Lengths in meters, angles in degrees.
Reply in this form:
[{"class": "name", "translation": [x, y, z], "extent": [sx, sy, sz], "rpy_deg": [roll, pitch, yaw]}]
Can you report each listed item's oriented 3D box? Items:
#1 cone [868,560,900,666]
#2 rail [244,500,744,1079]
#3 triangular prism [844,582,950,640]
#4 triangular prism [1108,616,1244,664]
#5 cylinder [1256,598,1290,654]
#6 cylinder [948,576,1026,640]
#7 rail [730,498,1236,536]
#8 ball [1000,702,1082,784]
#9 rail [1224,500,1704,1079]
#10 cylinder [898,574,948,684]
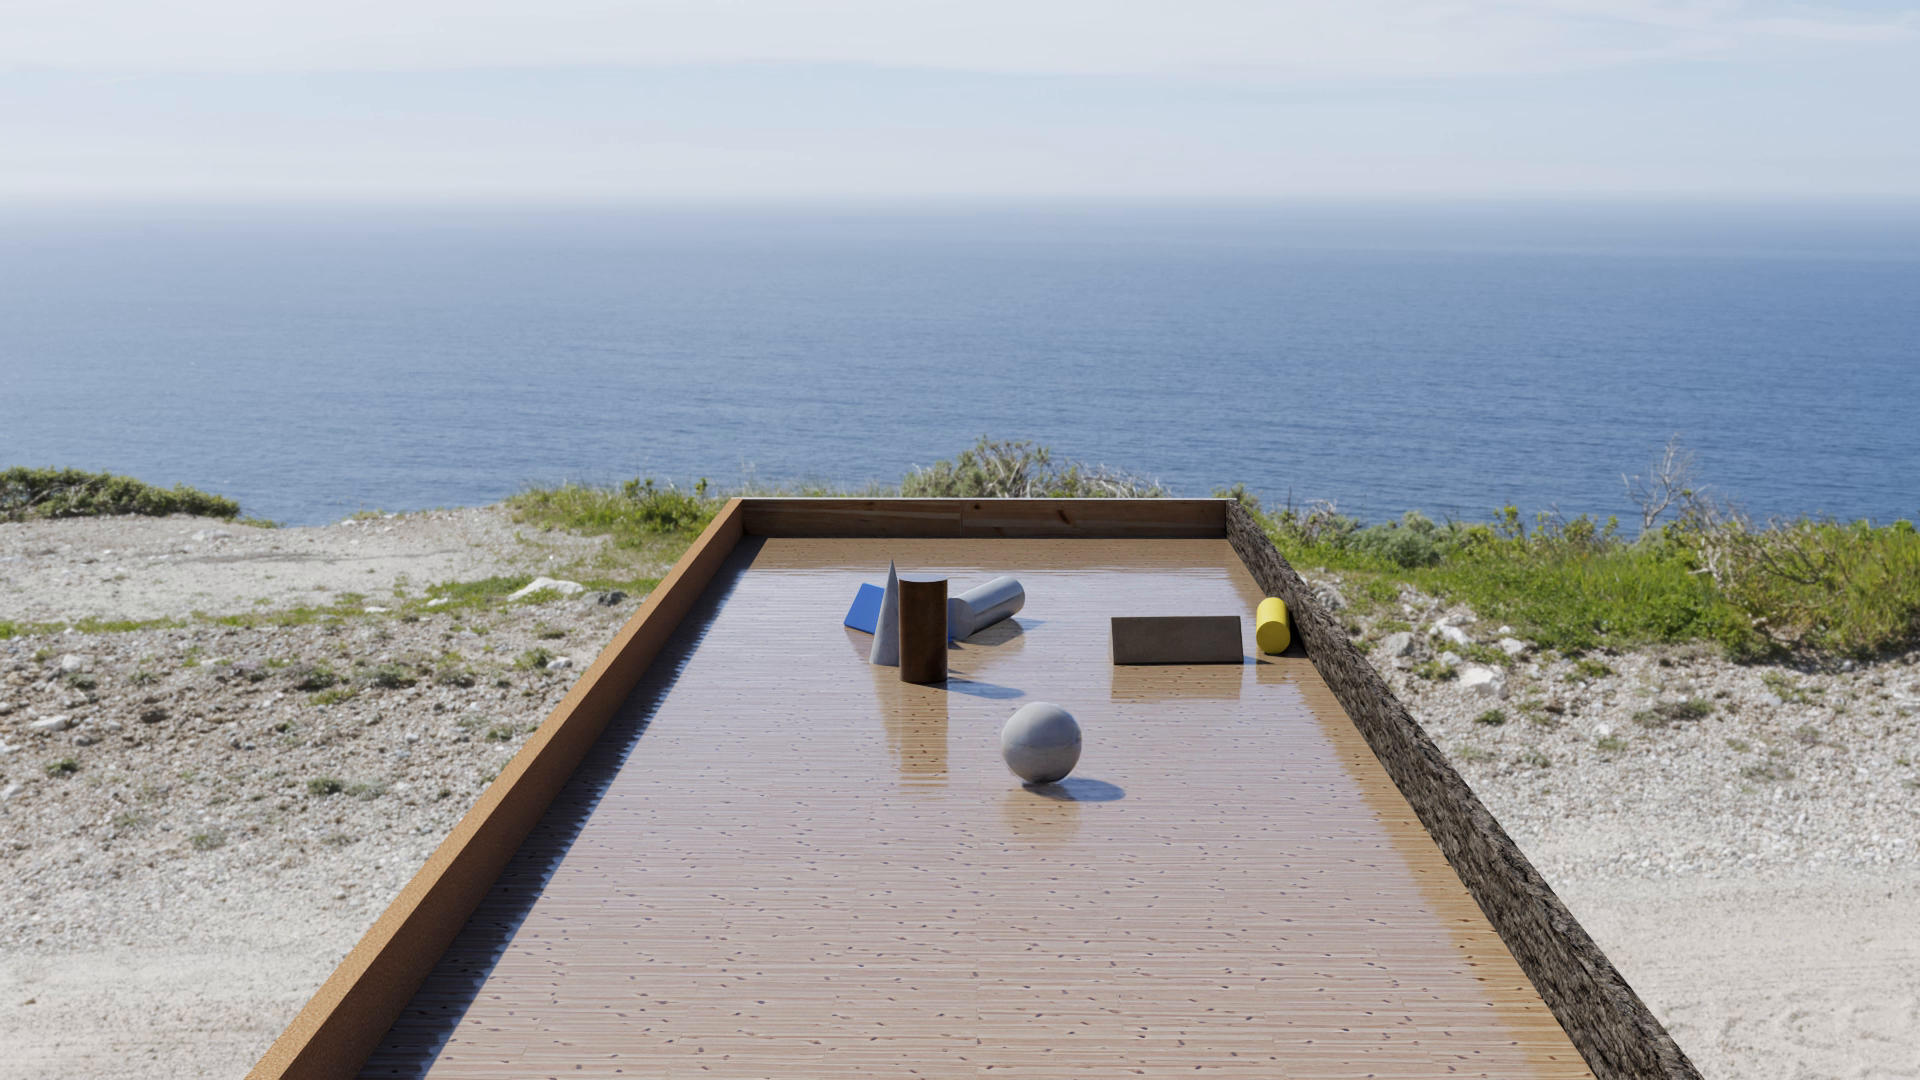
[{"class": "cone", "translation": [-0.205, 0.209, 6.665], "extent": [0.145, 0.321, 0.145], "rpy_deg": [0, 9, 0]}, {"class": "rail", "translation": [-1.004, 0.839, 3.234], "extent": [0.050, 0.150, 12.000], "rpy_deg": [0, 9, 1]}, {"class": "triangular prism", "translation": [-0.204, 0.232, 7.092], "extent": [0.155, 0.134, 0.409], "rpy_deg": [-6, 11, -33]}, {"class": "triangular prism", "translation": [0.656, 0.296, 6.705], "extent": [0.396, 0.130, 0.150], "rpy_deg": [-1, 9, -3]}, {"class": "cylinder", "translation": [0.993, 0.270, 6.974], "extent": [0.105, 0.105, 0.398], "rpy_deg": [1, 9, 8]}, {"class": "cylinder", "translation": [0.070, 0.220, 7.182], "extent": [0.138, 0.138, 0.432], "rpy_deg": [4, 10, 23]}, {"class": "rail", "translation": [0.099, -0.098, 9.147], "extent": [2.100, 0.150, 0.050], "rpy_deg": [0, 9, 1]}, {"class": "ball", "translation": [0.197, 0.488, 5.296], "extent": [0.198, 0.198, 0.198], "rpy_deg": [0, 9, 0]}, {"class": "rail", "translation": [1.046, 0.843, 3.208], "extent": [0.050, 0.150, 12.000], "rpy_deg": [0, 9, 1]}, {"class": "cylinder", "translation": [-0.107, 0.258, 6.421], "extent": [0.143, 0.300, 0.143], "rpy_deg": [0, 9, 0]}]
